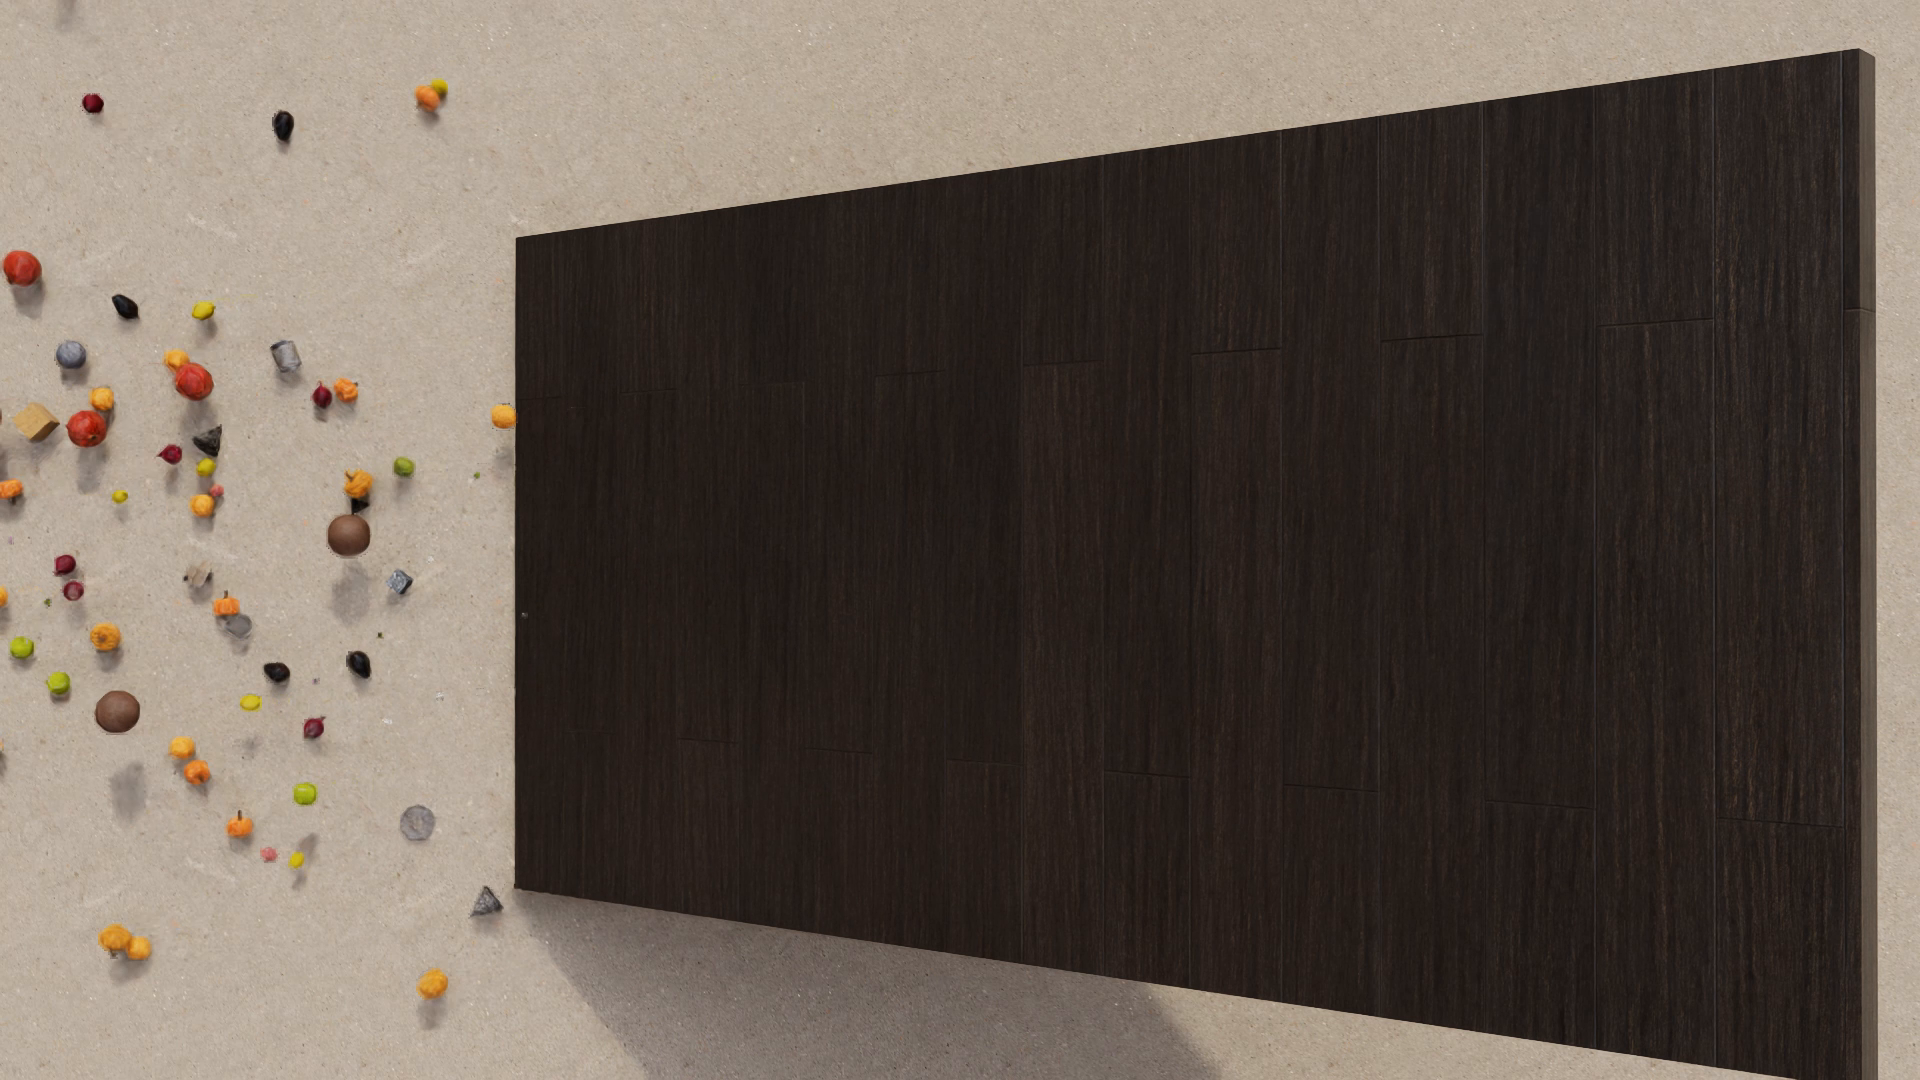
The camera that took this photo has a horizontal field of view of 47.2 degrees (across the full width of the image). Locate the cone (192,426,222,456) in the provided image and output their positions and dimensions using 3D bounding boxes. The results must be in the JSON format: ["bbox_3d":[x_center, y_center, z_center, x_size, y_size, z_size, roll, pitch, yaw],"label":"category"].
[{"bbox_3d":[-2.313,-0.322,6.816,0.090,0.090,0.090,28,63,0],"label":"cone"}]

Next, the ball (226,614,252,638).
[{"bbox_3d":[-2.226,0.264,6.791,0.076,0.076,0.076,0,90,0],"label":"ball"}]

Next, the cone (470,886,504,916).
[{"bbox_3d":[-1.470,1.129,6.765,0.092,0.092,0.092,-38,90,-10],"label":"cone"}]

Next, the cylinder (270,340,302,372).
[{"bbox_3d":[-2.083,-0.568,6.796,0.076,0.076,0.076,-24,85,0],"label":"cylinder"}]

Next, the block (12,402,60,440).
[{"bbox_3d":[-2.854,-0.366,6.795,0.082,0.082,0.082,-44,90,0],"label":"block"}]

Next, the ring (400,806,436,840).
[{"bbox_3d":[-1.681,0.877,6.810,0.111,0.037,0.111,0,91,0],"label":"ring"}]

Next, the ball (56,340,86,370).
[{"bbox_3d":[-2.745,-0.571,6.794,0.088,0.088,0.088,0,90,0],"label":"ball"}]

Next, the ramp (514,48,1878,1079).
[{"bbox_3d":[0.213,0.062,5.529,4.000,0.100,2.000,0,90,39],"label":"ramp"}]

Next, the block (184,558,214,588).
[{"bbox_3d":[-2.351,0.100,6.791,0.057,0.057,0.057,27,111,-12],"label":"block"}]

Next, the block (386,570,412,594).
[{"bbox_3d":[-1.735,0.129,6.806,0.054,0.054,0.054,36,90,0],"label":"block"}]

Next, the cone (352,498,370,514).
[{"bbox_3d":[-1.856,-0.108,6.823,0.053,0.053,0.053,-2,90,-27],"label":"cone"}]
